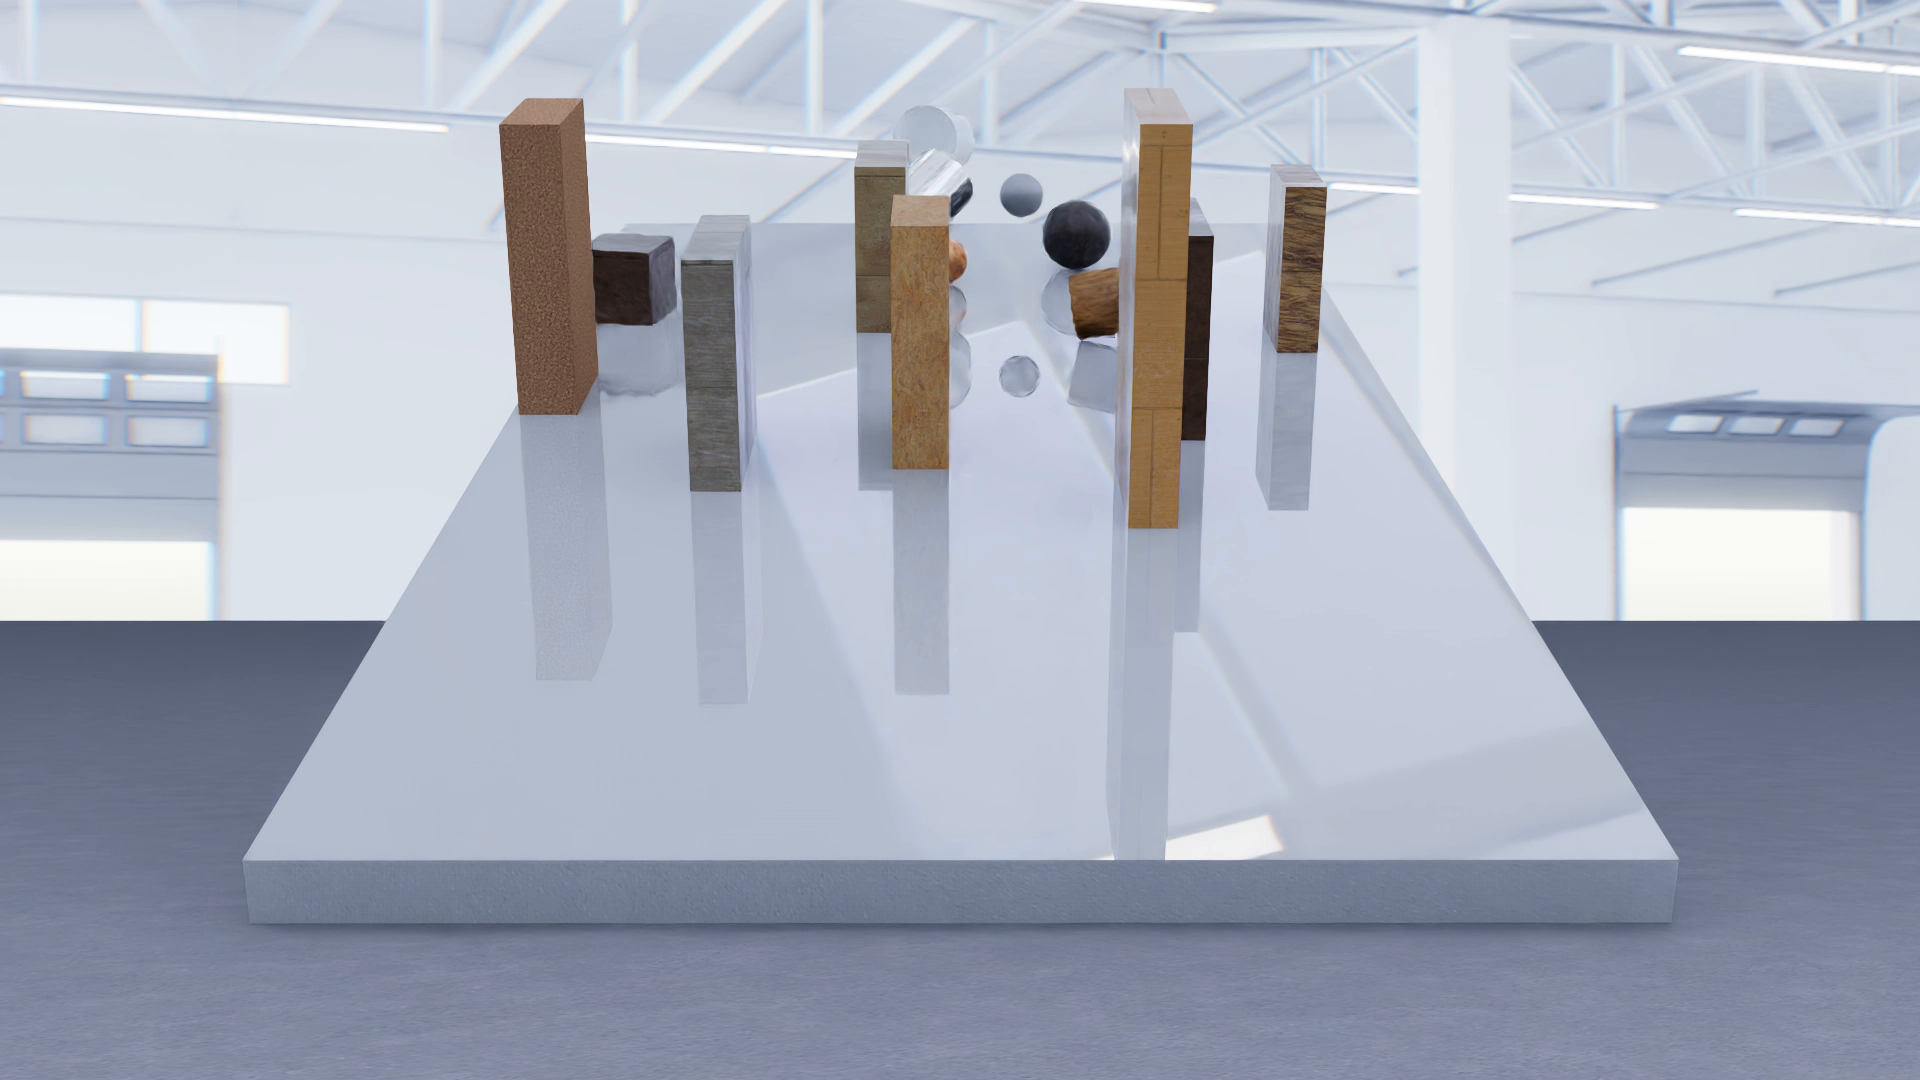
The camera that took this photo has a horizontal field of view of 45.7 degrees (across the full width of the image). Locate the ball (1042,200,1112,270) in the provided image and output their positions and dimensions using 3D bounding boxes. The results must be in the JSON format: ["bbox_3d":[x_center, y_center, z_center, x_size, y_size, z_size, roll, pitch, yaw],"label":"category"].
[{"bbox_3d":[0.324,-0.852,6.343,0.193,0.193,0.193,0,-2,0],"label":"ball"}]

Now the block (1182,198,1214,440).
[{"bbox_3d":[0.487,-0.494,5.026,0.089,0.451,0.383,0,21,0],"label":"block"}]

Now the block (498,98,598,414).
[{"bbox_3d":[-0.922,-0.642,5.132,0.131,0.650,0.331,0,21,0],"label":"block"}]

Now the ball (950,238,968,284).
[{"bbox_3d":[-0.044,-0.759,6.188,0.127,0.127,0.127,0,-2,0],"label":"ball"}]

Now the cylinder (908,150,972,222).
[{"bbox_3d":[-0.092,-0.914,6.088,0.183,0.183,0.183,-2,39,46],"label":"cylinder"}]

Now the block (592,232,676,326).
[{"bbox_3d":[-0.857,-0.673,5.867,0.191,0.191,0.191,5,21,12],"label":"block"}]

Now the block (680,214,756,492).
[{"bbox_3d":[-0.496,-0.394,4.716,0.103,0.479,0.407,0,21,0],"label":"block"}]

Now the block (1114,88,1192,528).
[{"bbox_3d":[0.374,-0.459,4.460,0.096,0.784,0.397,0,21,0],"label":"block"}]

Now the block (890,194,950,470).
[{"bbox_3d":[-0.082,-0.441,4.793,0.118,0.515,0.301,0,21,0],"label":"block"}]

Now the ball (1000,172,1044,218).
[{"bbox_3d":[0.165,-0.923,6.088,0.117,0.117,0.117,0,-2,0],"label":"ball"}]

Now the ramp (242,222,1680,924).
[{"bbox_3d":[-0.005,-0.212,5.057,2.000,0.100,4.000,0,21,0],"label":"ramp"}]

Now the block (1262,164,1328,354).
[{"bbox_3d":[0.826,-0.699,5.630,0.099,0.411,0.276,0,21,0],"label":"block"}]

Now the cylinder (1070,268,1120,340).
[{"bbox_3d":[0.366,-0.590,5.640,0.164,0.164,0.164,-7,-3,10],"label":"cylinder"}]

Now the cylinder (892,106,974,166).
[{"bbox_3d":[-0.075,-1.123,6.390,0.187,0.187,0.187,-1,8,16],"label":"cylinder"}]

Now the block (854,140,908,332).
[{"bbox_3d":[-0.198,-0.781,5.828,0.127,0.421,0.348,0,21,0],"label":"block"}]
